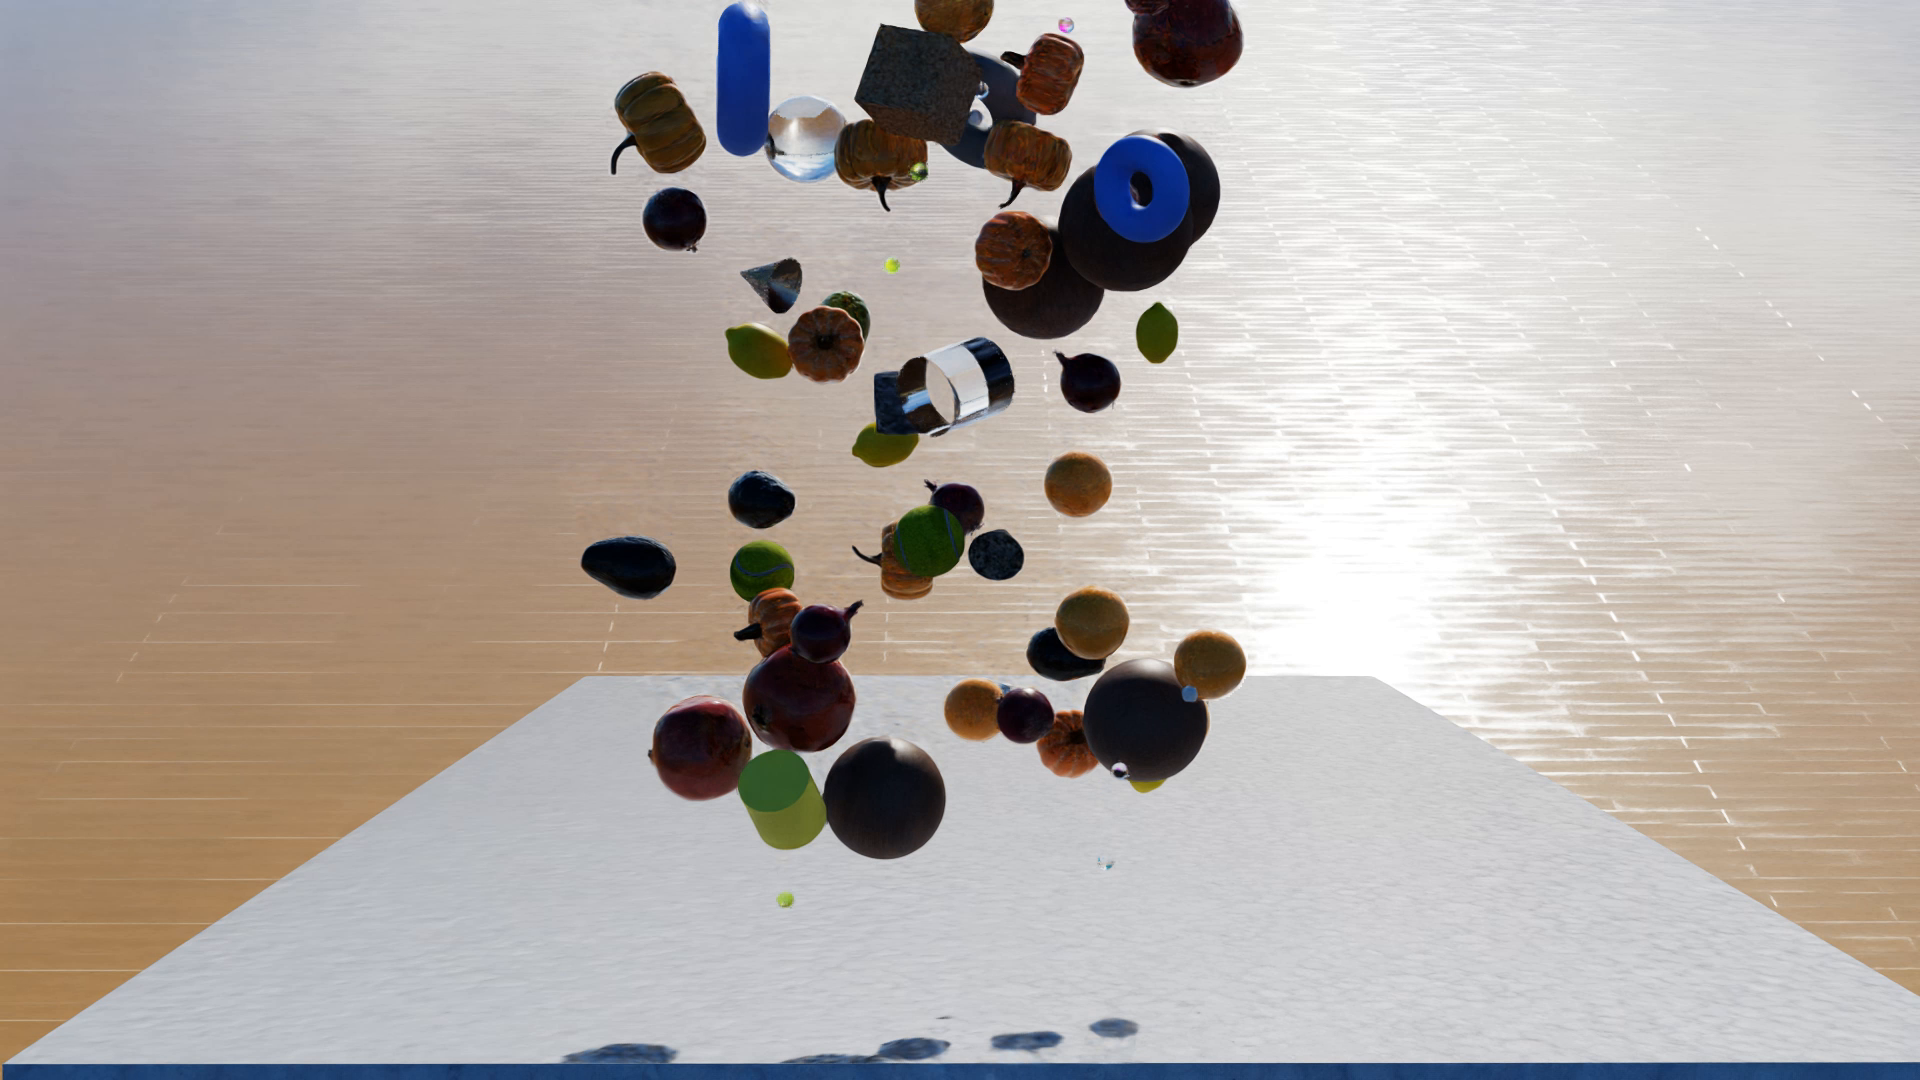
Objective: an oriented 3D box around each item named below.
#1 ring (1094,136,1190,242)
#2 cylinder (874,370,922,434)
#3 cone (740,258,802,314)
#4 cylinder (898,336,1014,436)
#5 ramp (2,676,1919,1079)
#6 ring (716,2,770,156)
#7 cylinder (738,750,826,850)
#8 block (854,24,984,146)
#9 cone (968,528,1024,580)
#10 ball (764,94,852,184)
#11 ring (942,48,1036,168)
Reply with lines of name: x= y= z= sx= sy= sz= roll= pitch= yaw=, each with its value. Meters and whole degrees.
ring: x=0.163 y=-0.317 z=2.322 sx=0.097 sy=0.097 sz=0.032 roll=17 pitch=25 yaw=34
cylinder: x=-0.054 y=-0.130 z=2.435 sx=0.054 sy=0.054 sz=0.054 roll=-3 pitch=11 yaw=0
cone: x=-0.193 y=-0.254 z=2.505 sx=0.056 sy=0.056 sz=0.056 roll=19 pitch=29 yaw=28
cylinder: x=-0.004 y=-0.142 z=2.370 sx=0.076 sy=0.076 sz=0.076 roll=-23 pitch=32 yaw=-39
ramp: x=0.053 y=0.480 z=4.538 sx=2.000 sy=0.100 sz=4.000 roll=0 pitch=2 yaw=0
ring: x=-0.207 y=-0.439 z=2.452 sx=0.048 sy=0.145 sz=0.145 roll=1 pitch=23 yaw=-6
cylinder: x=-0.177 y=0.259 z=2.568 sx=0.073 sy=0.073 sz=0.073 roll=-7 pitch=52 yaw=9
block: x=-0.037 y=-0.417 z=2.360 sx=0.076 sy=0.076 sz=0.076 roll=15 pitch=-9 yaw=25
cone: x=0.039 y=0.002 z=2.478 sx=0.054 sy=0.054 sz=0.054 roll=4 pitch=30 yaw=8
ball: x=-0.149 y=-0.390 z=2.503 sx=0.086 sy=0.086 sz=0.086 roll=0 pitch=23 yaw=0
ring: x=0.019 y=-0.452 z=2.698 sx=0.139 sy=0.139 sz=0.046 roll=16 pitch=46 yaw=33
